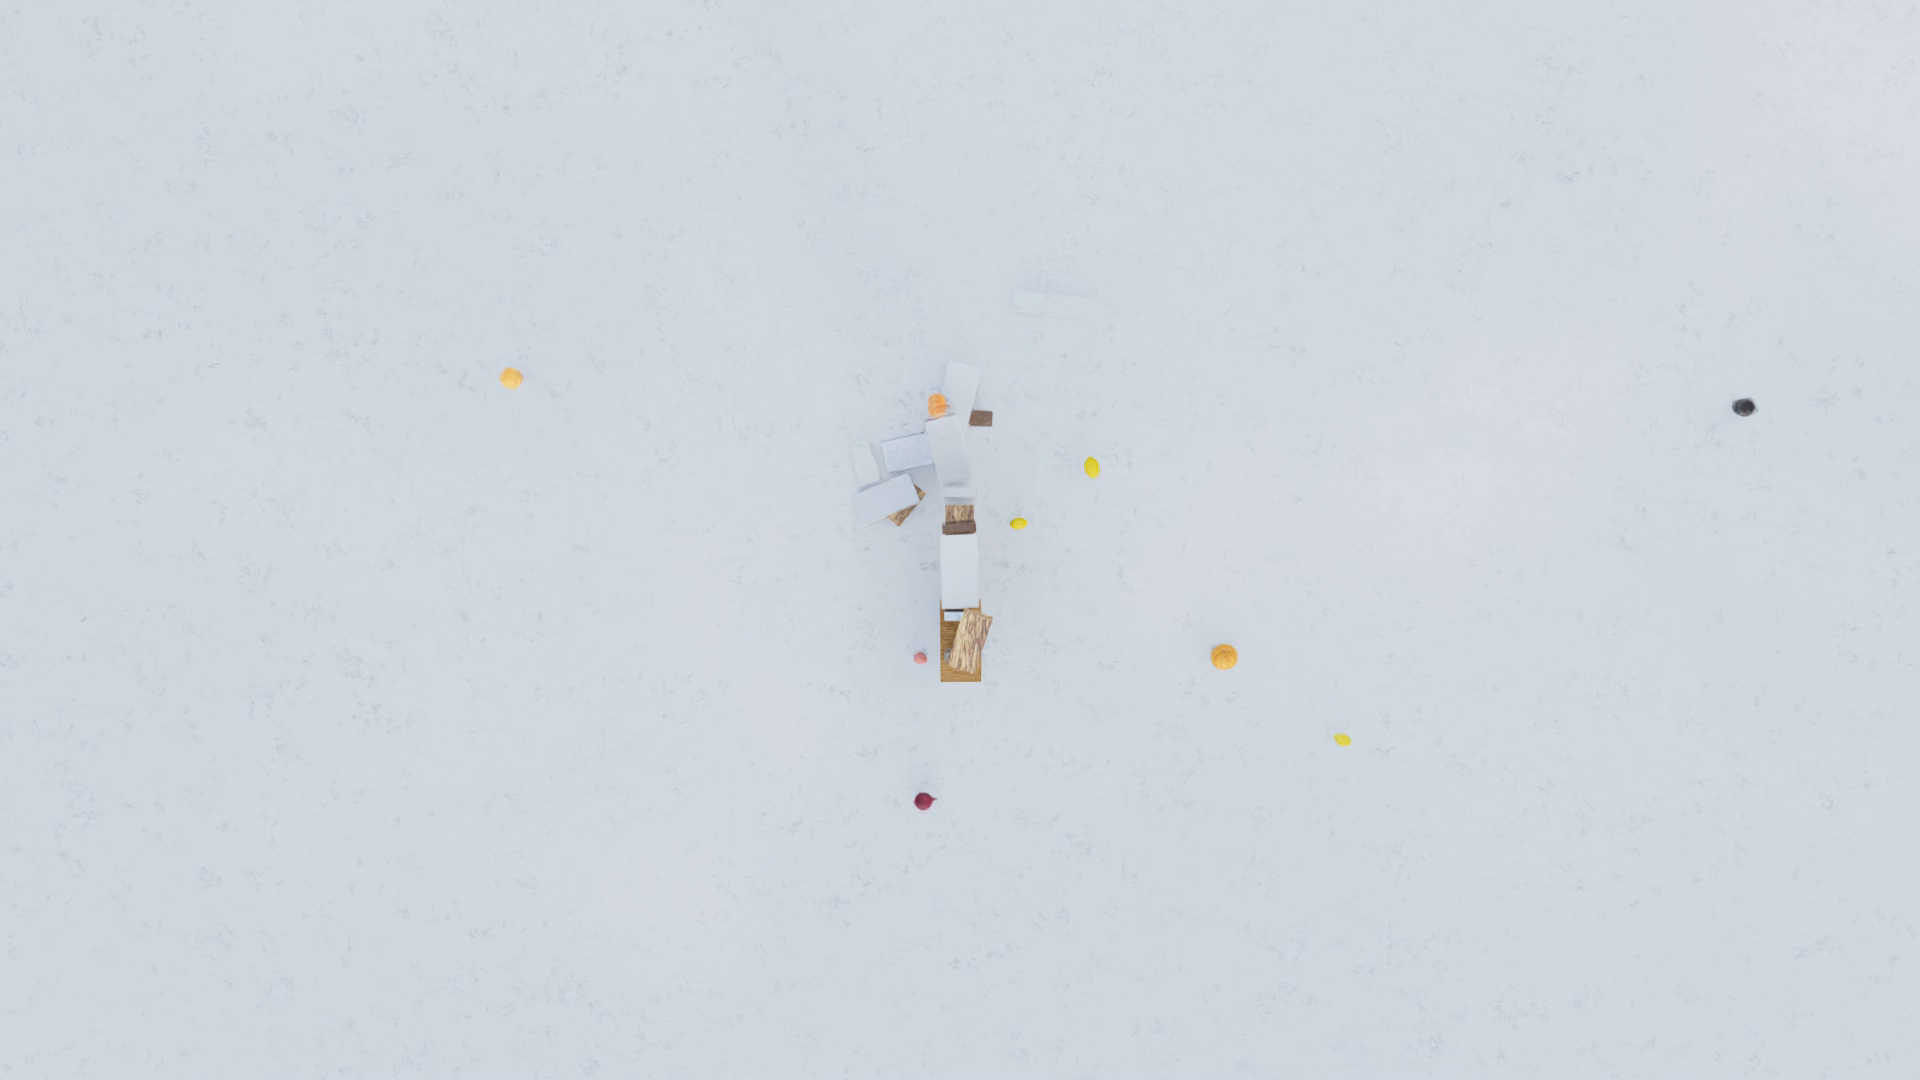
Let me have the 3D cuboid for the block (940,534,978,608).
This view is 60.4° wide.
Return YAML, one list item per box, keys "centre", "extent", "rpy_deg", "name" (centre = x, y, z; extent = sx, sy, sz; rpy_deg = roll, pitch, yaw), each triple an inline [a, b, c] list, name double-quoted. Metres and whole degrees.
- centre: [-0.002, 0.097, 5.048]
  extent: [0.112, 0.032, 0.224]
  rpy_deg: [-2, 90, 0]
  name: "block"

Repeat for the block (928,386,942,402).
- centre: [-0.055, -0.481, 5.482]
  extent: [0.102, 0.014, 0.051]
  rpy_deg: [4, 79, -7]
  name: "block"

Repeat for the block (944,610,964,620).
- centre: [-0.001, 0.233, 5.113]
  extent: [0.091, 0.183, 0.026]
  rpy_deg: [0, 89, 0]
  name: "block"

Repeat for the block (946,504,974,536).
- centre: [-0.001, -0.020, 5.301]
  extent: [0.093, 0.026, 0.185]
  rpy_deg: [0, 90, 0]
  name: "block"

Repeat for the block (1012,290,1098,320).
- centre: [0.314, -0.783, 5.490]
  extent: [0.281, 0.020, 0.072]
  rpy_deg: [6, 90, 0]
  name: "block"

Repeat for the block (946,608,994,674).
- centre: [0.030, 0.305, 5.008]
  extent: [0.091, 0.026, 0.183]
  rpy_deg: [18, 90, 0]
  name: "block"

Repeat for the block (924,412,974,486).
- centre: [-0.036, -0.300, 5.441]
  extent: [0.111, 0.031, 0.222]
  rpy_deg: [-13, 107, 2]
  name: "block"

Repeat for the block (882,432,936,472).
- centre: [-0.149, -0.296, 5.477]
  extent: [0.208, 0.029, 0.104]
  rpy_deg: [-12, 99, 0]
  name: "block"

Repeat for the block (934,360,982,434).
- centre: [-0.010, -0.472, 5.459]
  extent: [0.111, 0.031, 0.222]
  rpy_deg: [14, 87, -7]
  name: "block"

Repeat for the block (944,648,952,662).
- centre: [0.000, 0.357, 5.113]
  extent: [0.091, 0.183, 0.026]
  rpy_deg: [0, 90, 0]
  name: "block"

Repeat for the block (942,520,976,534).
- centre: [-0.002, -0.040, 5.163]
  extent: [0.104, 0.250, 0.029]
  rpy_deg: [-4, 93, 0]
  name: "block"

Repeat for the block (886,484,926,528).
- centre: [-0.184, -0.121, 5.490]
  extent: [0.072, 0.020, 0.143]
  rpy_deg: [39, 90, 0]
  name: "block"

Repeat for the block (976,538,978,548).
- centre: [0.001, 0.011, 5.176]
  extent: [0.112, 0.224, 0.032]
  rpy_deg: [0, 90, 0]
  name: "block"

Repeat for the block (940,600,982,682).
- centre: [0.002, 0.319, 5.222]
  extent: [0.130, 0.037, 0.259]
  rpy_deg: [0, 90, 0]
  name: "block"

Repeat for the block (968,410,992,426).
- centre: [0.057, -0.405, 5.493]
  extent: [0.102, 0.014, 0.051]
  rpy_deg: [3, 90, 0]
  name: "block"

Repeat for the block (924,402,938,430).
- centre: [-0.083, -0.412, 5.493]
  extent: [0.051, 0.014, 0.102]
  rpy_deg: [13, 90, 0]
  name: "block"

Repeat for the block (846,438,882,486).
- centre: [-0.319, -0.257, 5.490]
  extent: [0.072, 0.020, 0.143]
  rpy_deg: [-20, 90, 0]
  name: "block"

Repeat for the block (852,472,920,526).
- centre: [-0.245, -0.134, 5.468]
  extent: [0.208, 0.029, 0.104]
  rpy_deg: [-23, 81, 5]
  name: "block"

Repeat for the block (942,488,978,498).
- centre: [0.001, -0.154, 5.389]
  extent: [0.111, 0.222, 0.031]
  rpy_deg: [0, 90, 0]
  name: "block"
